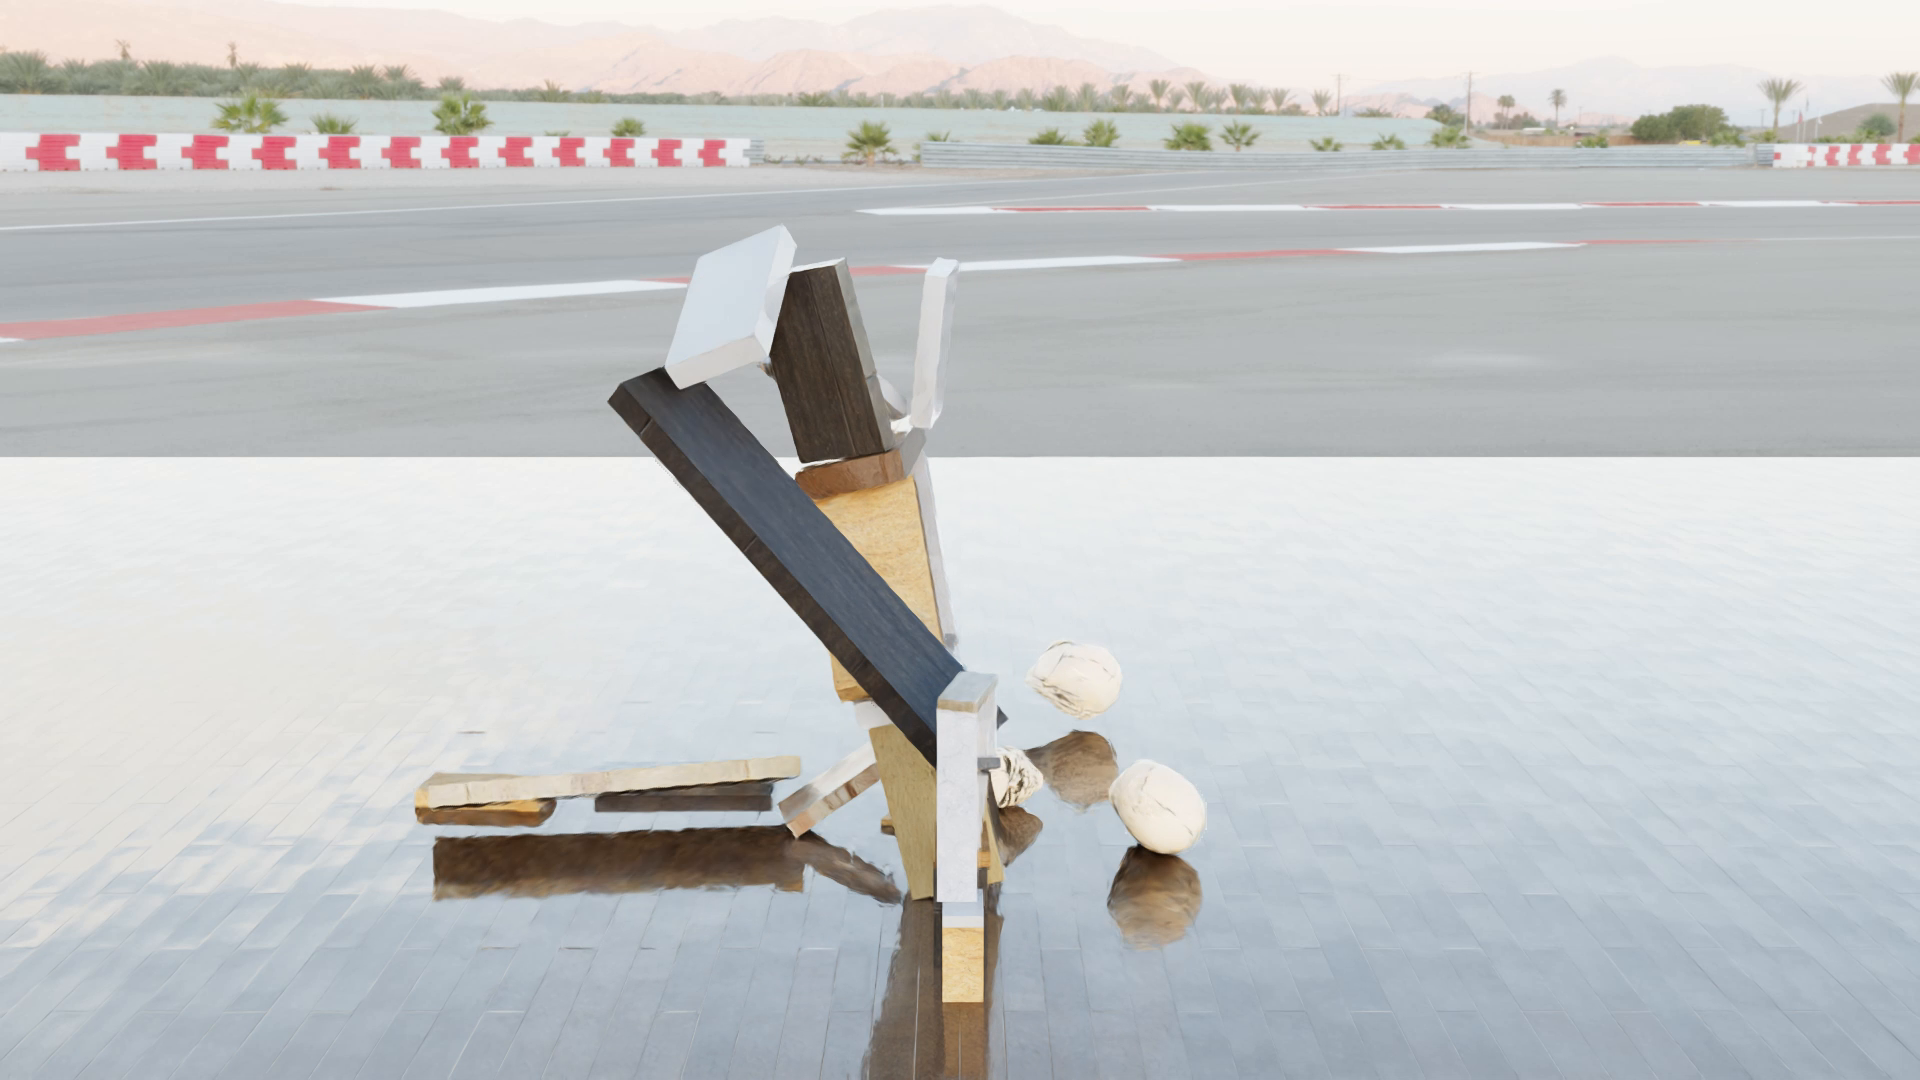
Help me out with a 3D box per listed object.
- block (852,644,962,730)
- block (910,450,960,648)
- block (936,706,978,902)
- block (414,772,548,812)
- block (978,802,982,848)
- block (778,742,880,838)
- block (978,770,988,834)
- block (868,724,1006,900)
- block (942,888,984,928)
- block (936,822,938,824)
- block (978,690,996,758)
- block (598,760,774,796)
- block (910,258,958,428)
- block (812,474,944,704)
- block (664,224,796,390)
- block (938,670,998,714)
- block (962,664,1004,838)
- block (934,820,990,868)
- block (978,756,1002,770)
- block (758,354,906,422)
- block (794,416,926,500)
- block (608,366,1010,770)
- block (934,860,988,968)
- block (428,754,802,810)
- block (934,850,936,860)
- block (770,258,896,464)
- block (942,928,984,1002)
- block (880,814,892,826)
[{"bbox_3d":[-0.084,0.238,3.667,0.157,0.044,0.314,-13,10,4],"label":"block"},{"bbox_3d":[-0.120,0.028,3.828,0.180,0.360,0.051,-12,-27,5],"label":"block"},{"bbox_3d":[-0.004,0.387,3.220,0.058,0.292,0.017,0,10,0],"label":"block"},{"bbox_3d":[-0.902,0.478,4.180,0.237,0.034,0.118,1,11,5],"label":"block"},{"bbox_3d":[0.002,0.410,3.297,0.054,0.109,0.015,-4,12,-2],"label":"block"},{"bbox_3d":[-0.219,0.446,4.018,0.237,0.034,0.118,-34,15,-4],"label":"block"},{"bbox_3d":[0.009,0.403,3.349,0.054,0.109,0.015,-2,26,-16],"label":"block"},{"bbox_3d":[-0.038,0.425,3.613,0.157,0.314,0.044,-13,15,4],"label":"block"},{"bbox_3d":[0.004,0.541,3.236,0.059,0.017,0.119,0,11,0],"label":"block"},{"bbox_3d":[-0.004,0.391,3.418,0.054,0.109,0.015,-7,22,-38],"label":"block"},{"bbox_3d":[0.024,0.267,3.291,0.058,0.117,0.017,-1,-11,7],"label":"block"},{"bbox_3d":[-0.532,0.461,4.270,0.340,0.034,0.118,0,11,-1],"label":"block"},{"bbox_3d":[-0.045,-0.343,3.825,0.038,0.269,0.135,9,20,6],"label":"block"},{"bbox_3d":[-0.135,0.077,3.599,0.180,0.360,0.051,-13,-29,4],"label":"block"},{"bbox_3d":[-0.362,-0.374,3.495,0.160,0.045,0.320,-18,35,19],"label":"block"},{"bbox_3d":[0.012,0.223,3.229,0.059,0.017,0.117,5,18,16],"label":"block"},{"bbox_3d":[-0.034,0.386,3.829,0.157,0.314,0.044,-13,16,-4],"label":"block"},{"bbox_3d":[0.002,0.466,3.377,0.081,0.023,0.163,0,10,-2],"label":"block"},{"bbox_3d":[0.030,0.337,3.308,0.054,0.015,0.109,-2,-8,-4],"label":"block"},{"bbox_3d":[-0.218,-0.271,3.789,0.135,0.038,0.269,-13,-29,26],"label":"block"},{"bbox_3d":[-0.167,-0.145,3.795,0.180,0.051,0.360,-12,12,7],"label":"block"},{"bbox_3d":[-0.237,0.031,3.424,0.780,0.045,0.160,48,36,8],"label":"block"},{"bbox_3d":[0.001,0.568,3.339,0.081,0.163,0.023,0,11,0],"label":"block"},{"bbox_3d":[-0.630,0.445,4.033,0.665,0.038,0.135,-4,-9,-11],"label":"block"},{"bbox_3d":[0.001,0.548,3.446,0.081,0.163,0.023,0,10,-1],"label":"block"},{"bbox_3d":[-0.226,-0.292,3.622,0.160,0.320,0.045,-7,19,25],"label":"block"},{"bbox_3d":[0.004,0.615,3.209,0.059,0.119,0.017,0,11,0],"label":"block"},{"bbox_3d":[-0.095,0.510,4.028,0.091,0.013,0.045,-6,8,22],"label":"block"}]
